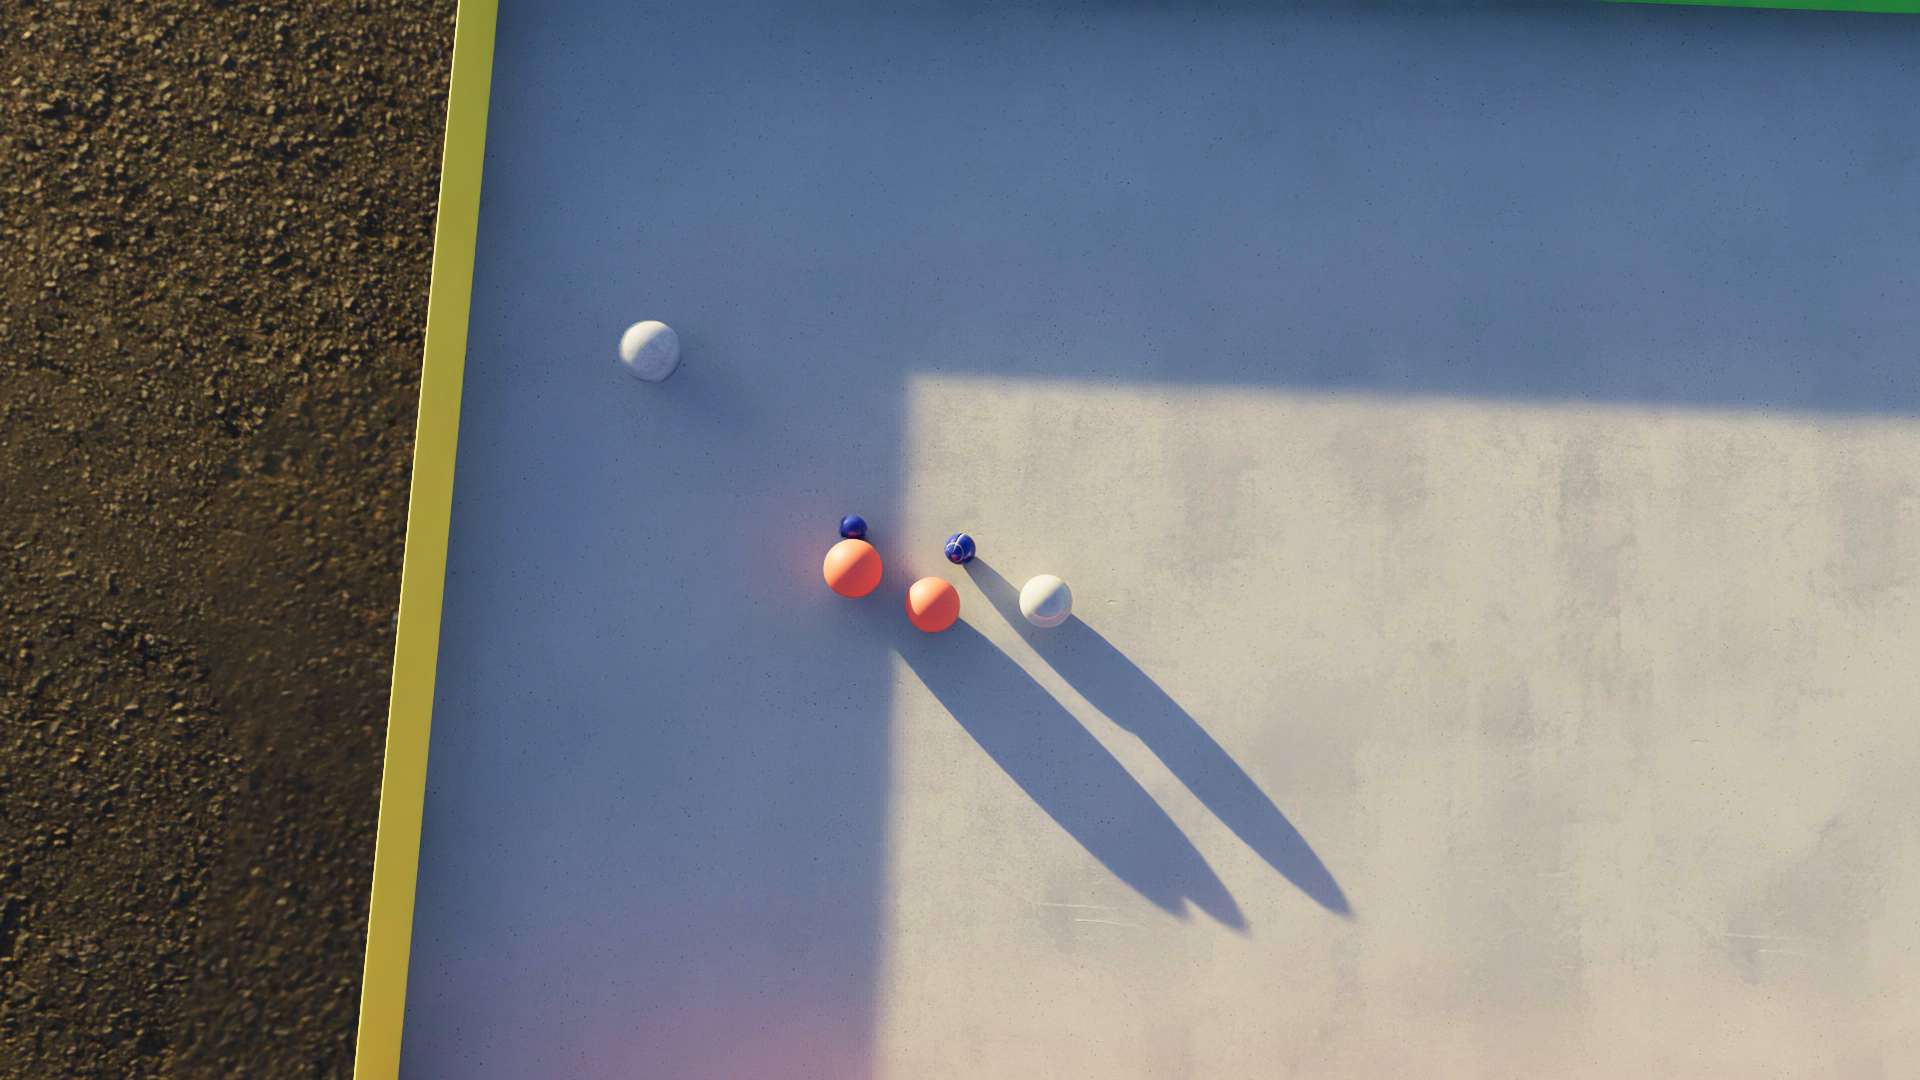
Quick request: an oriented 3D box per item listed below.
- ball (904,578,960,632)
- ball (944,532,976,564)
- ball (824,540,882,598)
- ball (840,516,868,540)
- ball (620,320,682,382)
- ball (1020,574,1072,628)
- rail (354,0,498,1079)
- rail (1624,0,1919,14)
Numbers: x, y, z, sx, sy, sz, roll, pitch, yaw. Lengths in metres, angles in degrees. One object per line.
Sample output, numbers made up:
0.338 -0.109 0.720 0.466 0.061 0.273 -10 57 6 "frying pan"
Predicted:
-0.041 0.097 3.276 0.083 0.083 0.083 0 78 0 "ball"
0.000 0.013 3.310 0.048 0.048 0.048 0 78 0 "ball"
-0.160 0.043 3.284 0.088 0.088 0.088 0 78 0 "ball"
-0.161 -0.017 3.320 0.042 0.042 0.042 0 78 0 "ball"
-0.470 -0.287 3.349 0.094 0.094 0.094 0 78 0 "ball"
0.128 0.091 3.278 0.080 0.080 0.080 0 78 0 "ball"
-0.784 -0.039 3.282 0.045 0.122 1.899 2 78 1 "rail"
0.848 -0.876 3.455 3.232 0.122 0.045 2 78 1 "rail"
